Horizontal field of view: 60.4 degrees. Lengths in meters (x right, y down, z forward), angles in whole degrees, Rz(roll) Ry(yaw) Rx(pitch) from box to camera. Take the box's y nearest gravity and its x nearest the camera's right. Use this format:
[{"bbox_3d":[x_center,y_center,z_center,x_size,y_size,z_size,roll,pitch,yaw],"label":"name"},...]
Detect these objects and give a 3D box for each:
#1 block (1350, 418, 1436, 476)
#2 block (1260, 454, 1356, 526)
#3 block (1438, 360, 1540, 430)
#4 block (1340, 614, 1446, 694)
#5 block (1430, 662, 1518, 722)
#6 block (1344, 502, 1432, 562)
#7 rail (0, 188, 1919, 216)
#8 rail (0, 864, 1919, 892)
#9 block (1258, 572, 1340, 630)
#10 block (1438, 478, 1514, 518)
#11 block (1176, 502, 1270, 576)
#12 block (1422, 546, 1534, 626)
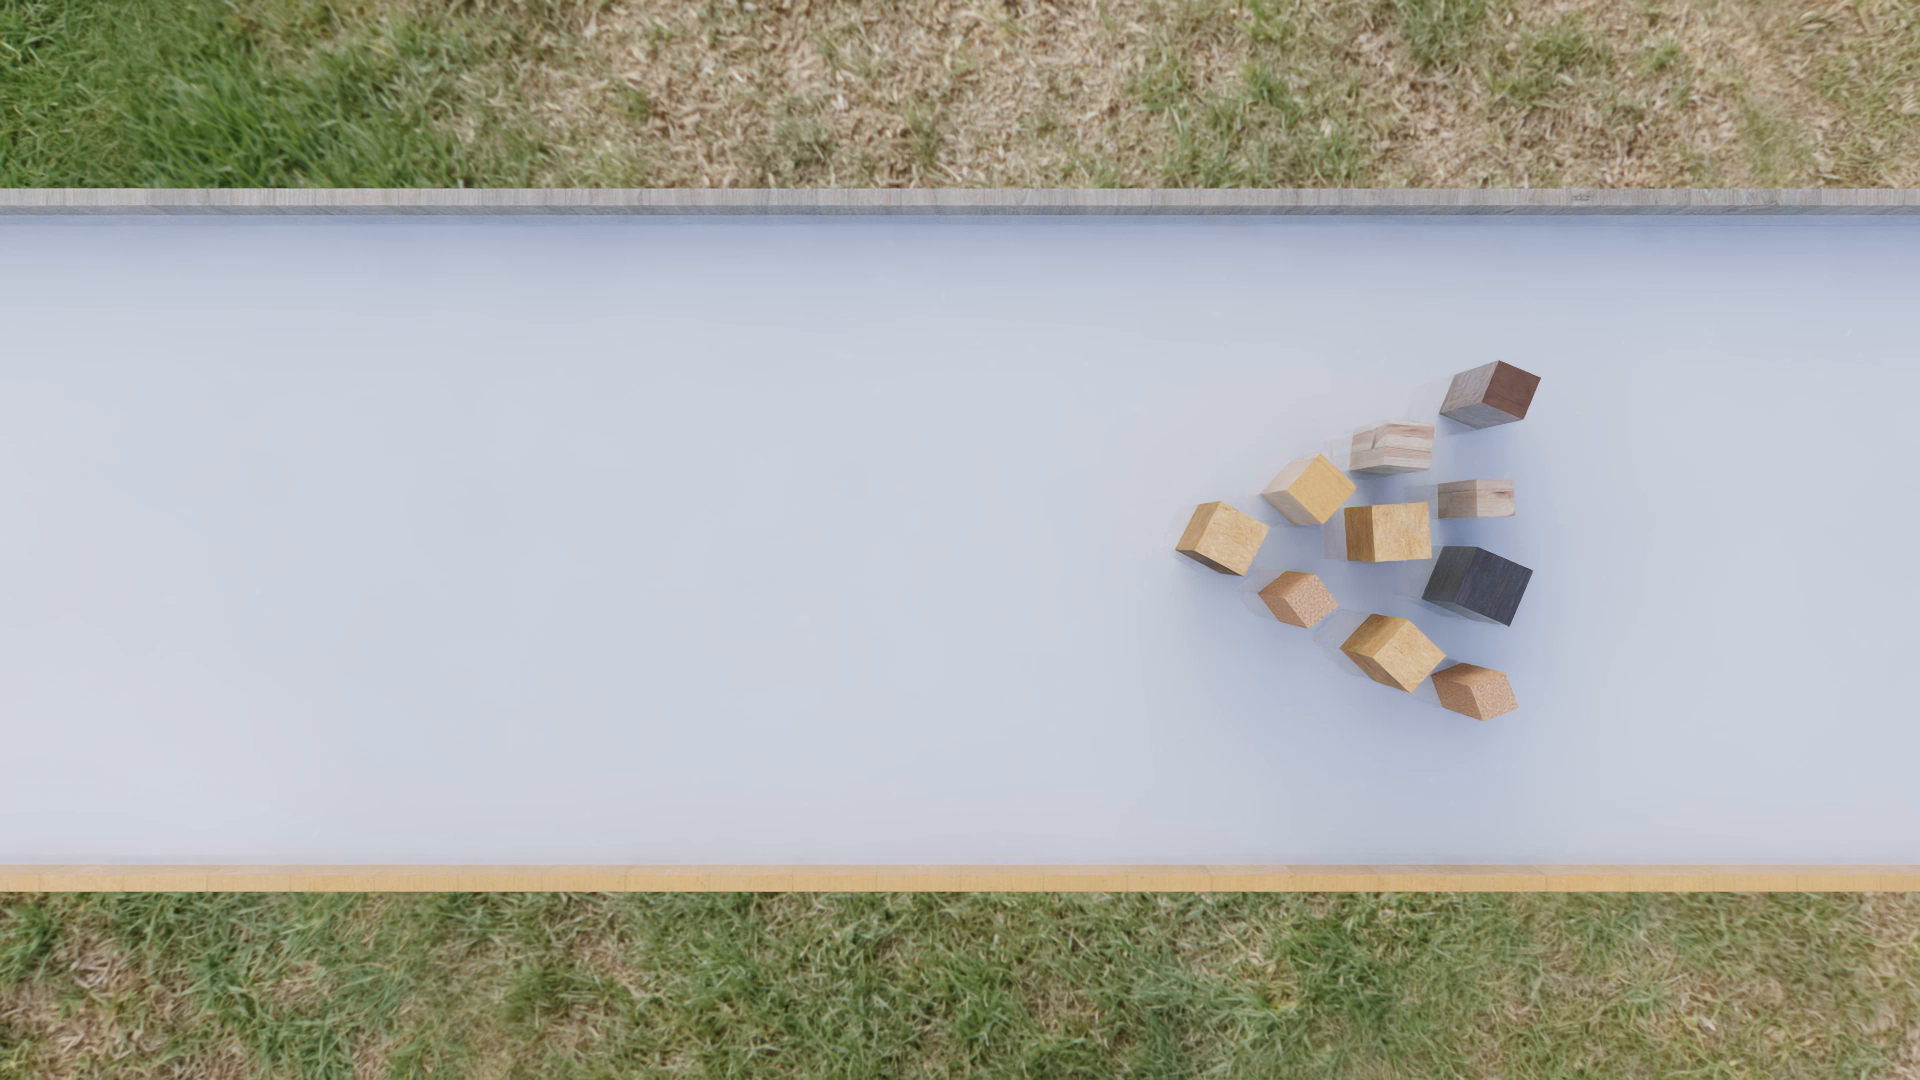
[{"bbox_3d":[1.269,-0.270,4.866,0.130,0.421,0.130,7,90,0],"label":"block"},{"bbox_3d":[1.022,-0.145,4.867,0.142,0.419,0.142,43,90,0],"label":"block"},{"bbox_3d":[1.558,-0.424,4.868,0.129,0.417,0.129,23,90,0],"label":"block"},{"bbox_3d":[1.270,0.330,4.868,0.147,0.417,0.147,43,90,0],"label":"block"},{"bbox_3d":[1.517,0.446,4.878,0.108,0.398,0.108,-21,90,0],"label":"block"},{"bbox_3d":[1.268,-0.023,4.906,0.162,0.342,0.162,-4,90,0],"label":"block"},{"bbox_3d":[-2.247,-1.025,5.002,12.000,0.150,0.050,0,90,0],"label":"rail"},{"bbox_3d":[-2.247,1.025,5.001,12.000,0.150,0.050,0,90,0],"label":"rail"},{"bbox_3d":[0.994,0.174,4.865,0.111,0.423,0.111,-38,90,0],"label":"block"},{"bbox_3d":[1.525,-0.121,4.885,0.107,0.382,0.107,-1,90,0],"label":"block"},{"bbox_3d":[0.768,-0.004,4.862,0.158,0.429,0.158,28,90,0],"label":"block"},{"bbox_3d":[1.535,0.134,4.910,0.175,0.333,0.175,23,90,0],"label":"block"}]
